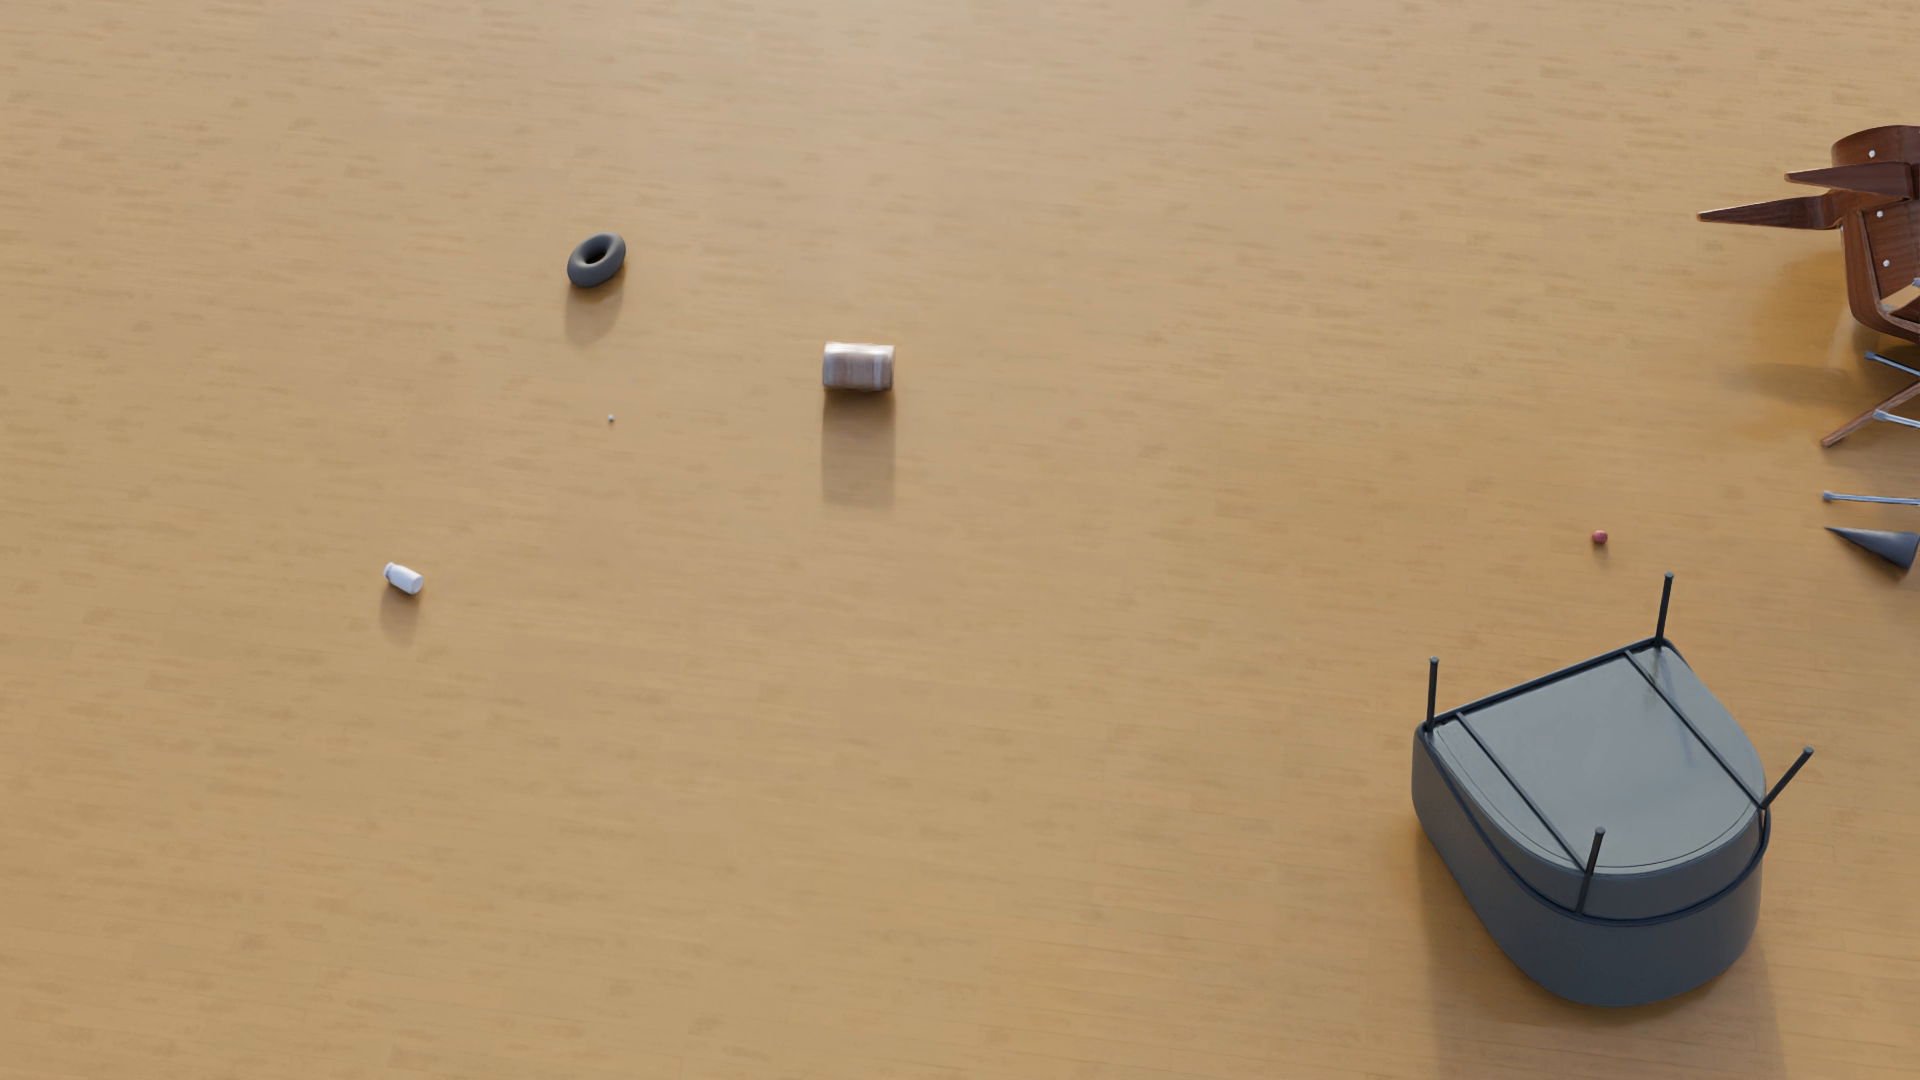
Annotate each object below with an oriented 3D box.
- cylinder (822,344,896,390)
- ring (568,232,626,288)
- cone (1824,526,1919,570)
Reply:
[{"bbox_3d":[-0.315,-0.540,6.854,0.211,0.129,0.168,3,32,2],"label":"cylinder"},{"bbox_3d":[-1.180,-0.912,7.140,0.155,0.077,0.235,28,59,19],"label":"ring"},{"bbox_3d":[2.703,-0.001,6.544,0.264,0.104,0.124,19,48,25],"label":"cone"}]
